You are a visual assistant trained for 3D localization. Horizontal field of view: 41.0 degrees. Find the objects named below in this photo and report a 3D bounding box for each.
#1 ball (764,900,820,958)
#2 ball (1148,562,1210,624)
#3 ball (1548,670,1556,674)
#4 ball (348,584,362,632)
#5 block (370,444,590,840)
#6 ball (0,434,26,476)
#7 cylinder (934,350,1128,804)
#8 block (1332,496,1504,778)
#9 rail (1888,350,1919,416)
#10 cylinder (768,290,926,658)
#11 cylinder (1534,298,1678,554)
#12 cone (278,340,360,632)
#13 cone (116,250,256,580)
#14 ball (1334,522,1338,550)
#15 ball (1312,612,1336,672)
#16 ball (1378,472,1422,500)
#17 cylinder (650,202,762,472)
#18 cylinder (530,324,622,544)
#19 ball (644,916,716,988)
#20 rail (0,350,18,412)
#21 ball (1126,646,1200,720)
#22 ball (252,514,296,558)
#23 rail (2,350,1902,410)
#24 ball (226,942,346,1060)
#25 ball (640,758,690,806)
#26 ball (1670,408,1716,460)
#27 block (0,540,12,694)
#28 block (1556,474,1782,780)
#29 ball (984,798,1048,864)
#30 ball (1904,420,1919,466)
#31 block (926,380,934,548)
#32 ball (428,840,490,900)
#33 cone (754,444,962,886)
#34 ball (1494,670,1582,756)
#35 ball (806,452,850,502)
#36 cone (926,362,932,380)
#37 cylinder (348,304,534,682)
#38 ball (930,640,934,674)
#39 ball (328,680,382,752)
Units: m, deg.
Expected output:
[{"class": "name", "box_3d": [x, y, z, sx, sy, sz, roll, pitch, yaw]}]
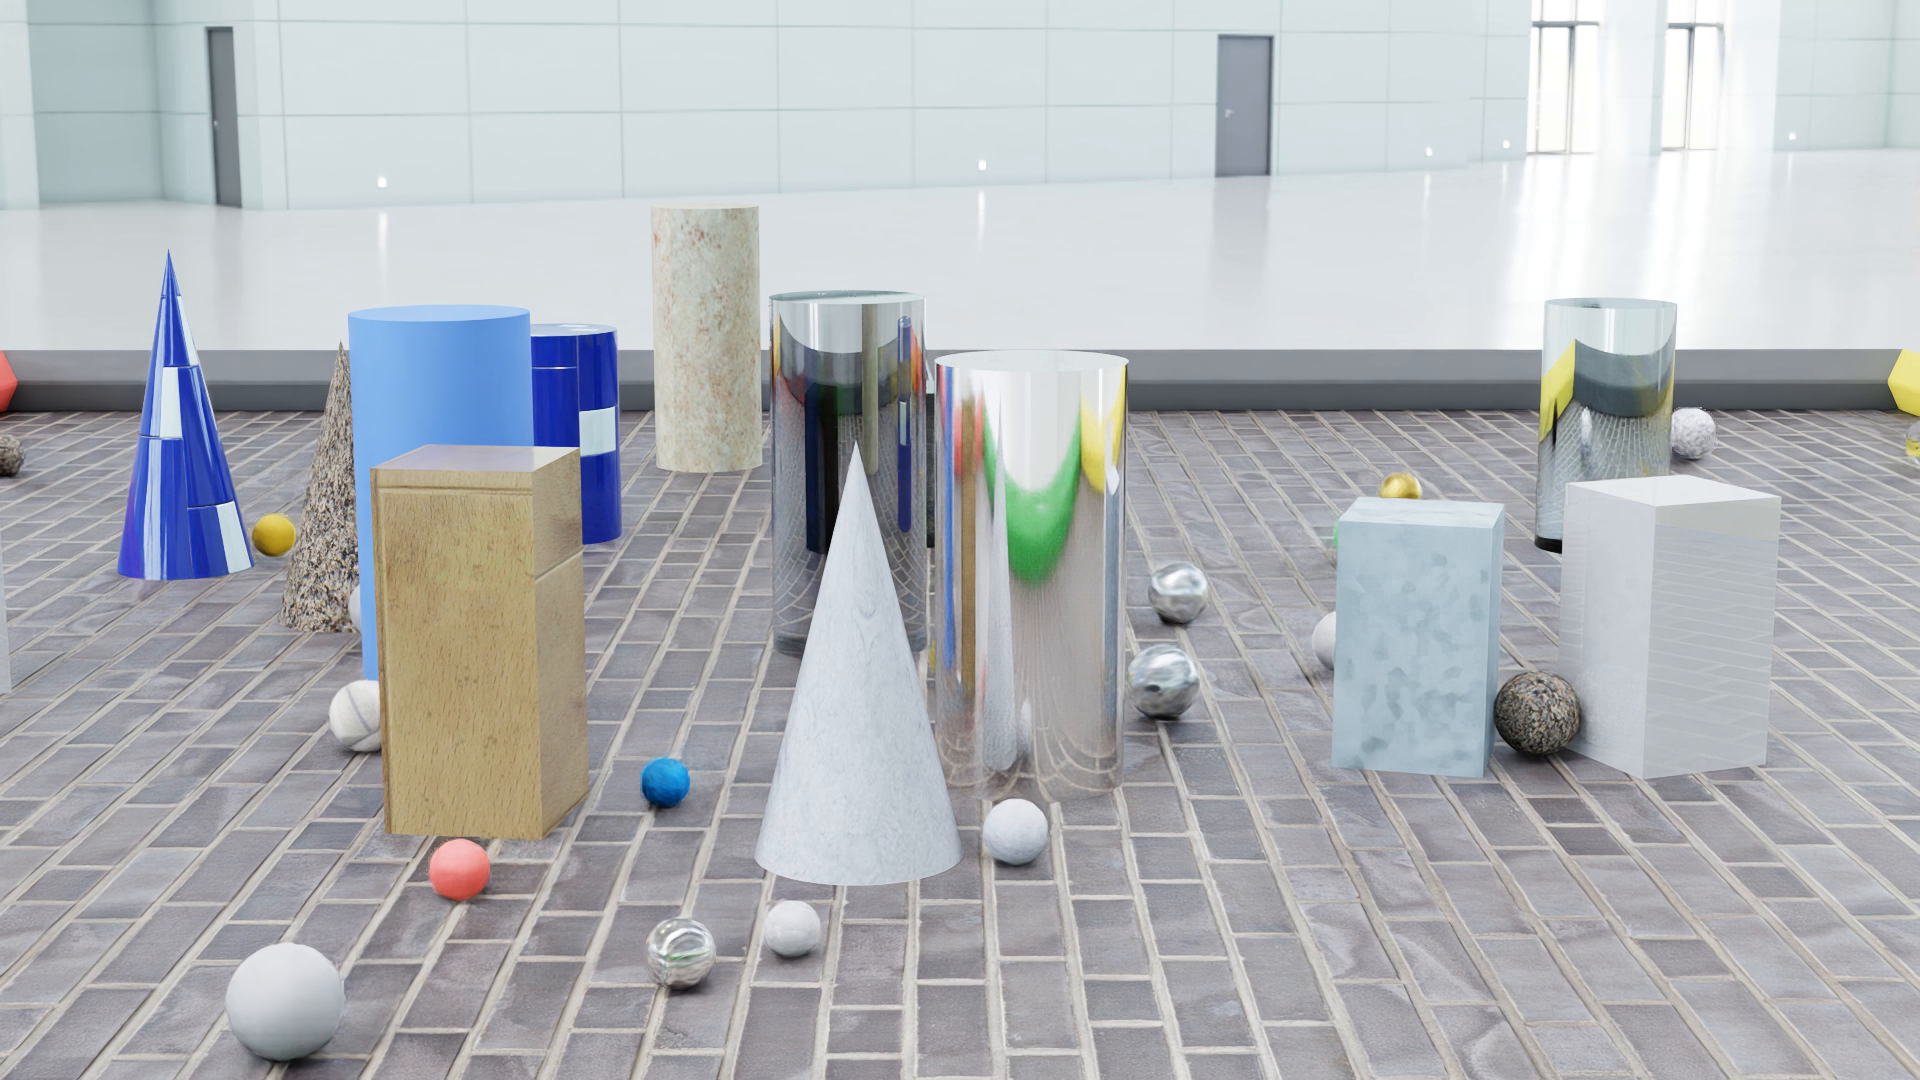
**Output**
[{"class": "ball", "box_3d": [-0.139, 0.321, 2.120, 0.047, 0.047, 0.047, 0, 11, 0]}, {"class": "ball", "box_3d": [0.289, 0.069, 3.384, 0.081, 0.081, 0.081, 0, 11, 0]}, {"class": "ball", "box_3d": [0.661, 0.178, 2.827, 0.071, 0.071, 0.071, 0, 11, 0]}, {"class": "ball", "box_3d": [-0.741, 0.086, 3.290, 0.083, 0.083, 0.083, 0, 11, 0]}, {"class": "block", "box_3d": [-0.463, 0.095, 2.494, 0.156, 0.354, 0.156, 2, 11, 8]}, {"class": "ball", "box_3d": [-1.715, -0.153, 4.599, 0.075, 0.075, 0.075, 0, 11, 0]}, {"class": "cylinder", "box_3d": [0.072, 0.032, 2.618, 0.196, 0.433, 0.196, 0, 11, 0]}, {"class": "block", "box_3d": [0.487, 0.100, 2.723, 0.156, 0.263, 0.156, 3, 11, 16]}, {"class": "rail", "box_3d": [2.000, 0.031, 3.460, 0.045, 0.127, 4.112, 0, 11, 0]}, {"class": "cylinder", "box_3d": [-0.140, -0.084, 3.220, 0.196, 0.442, 0.196, 0, 11, 0]}, {"class": "cylinder", "box_3d": [0.979, -0.174, 3.894, 0.196, 0.372, 0.196, 0, 11, 0]}, {"class": "cone", "box_3d": [-0.811, -0.081, 3.394, 0.196, 0.372, 0.196, 0, 11, 0]}, {"class": "cone", "box_3d": [-1.136, -0.190, 3.724, 0.196, 0.467, 0.196, 0, 11, 0]}, {"class": "ball", "box_3d": [0.592, -0.006, 3.798, 0.078, 0.078, 0.078, 0, 11, 0]}, {"class": "ball", "box_3d": [0.465, 0.123, 3.106, 0.077, 0.077, 0.077, 0, 11, 0]}, {"class": "ball", "box_3d": [0.719, -0.076, 4.190, 0.071, 0.071, 0.071, 0, 11, 0]}, {"class": "cylinder", "box_3d": [-0.462, -0.373, 4.691, 0.196, 0.473, 0.196, 0, 11, 0]}, {"class": "cylinder", "box_3d": [-0.628, -0.166, 3.991, 0.196, 0.323, 0.196, 0, 11, 0]}, {"class": "ball", "box_3d": [-0.224, 0.329, 2.048, 0.057, 0.057, 0.057, 0, 11, 0]}, {"class": "rail", "box_3d": [-2.000, 0.035, 3.438, 0.045, 0.127, 4.112, 0, 11, 0]}, {"class": "ball", "box_3d": [0.228, 0.160, 2.887, 0.083, 0.083, 0.083, 0, 11, 0]}, {"class": "ball", "box_3d": [-1.019, -0.006, 3.812, 0.064, 0.064, 0.064, 0, 11, 0]}, {"class": "rail", "box_3d": [-0.012, -0.338, 5.447, 4.048, 0.127, 0.045, 0, 11, 0]}, {"class": "ball", "box_3d": [-0.500, 0.342, 1.901, 0.086, 0.086, 0.086, 0, 11, 0]}, {"class": "ball", "box_3d": [-0.292, 0.240, 2.548, 0.049, 0.049, 0.049, 0, 11, 0]}, {"class": "ball", "box_3d": [1.362, -0.199, 4.787, 0.096, 0.096, 0.096, 0, 11, 0]}, {"class": "block", "box_3d": [-1.217, -0.014, 3.017, 0.156, 0.378, 0.156, -5, 11, -23]}, {"class": "block", "box_3d": [0.747, 0.088, 2.721, 0.156, 0.286, 0.156, -4, 11, -21]}, {"class": "ball", "box_3d": [0.052, 0.269, 2.365, 0.060, 0.060, 0.060, 0, 11, 0]}, {"class": "ball", "box_3d": [1.768, -0.176, 4.662, 0.097, 0.097, 0.097, 0, 11, 0]}, {"class": "block", "box_3d": [-0.030, -0.120, 3.973, 0.156, 0.237, 0.156, -1, 11, -8]}, {"class": "ball", "box_3d": [-0.441, 0.291, 2.264, 0.054, 0.054, 0.054, 0, 11, 0]}, {"class": "cone", "box_3d": [-0.094, 0.101, 2.366, 0.196, 0.390, 0.196, 0, 11, 0]}, {"class": "ball", "box_3d": [0.615, 0.184, 2.735, 0.092, 0.092, 0.092, 0, 11, 0]}, {"class": "ball", "box_3d": [-0.217, -0.107, 4.327, 0.084, 0.084, 0.084, 0, 11, 0]}, {"class": "cone", "box_3d": [-0.073, -0.204, 4.262, 0.196, 0.298, 0.196, 0, 11, 0]}, {"class": "cylinder", "box_3d": [-0.570, -0.023, 2.849, 0.196, 0.458, 0.196, 0, 11, 0]}, {"class": "ball", "box_3d": [0.013, 0.136, 2.980, 0.098, 0.098, 0.098, 0, 11, 0]}, {"class": "ball", "box_3d": [-0.637, 0.188, 2.752, 0.077, 0.077, 0.077, 0, 11, 0]}]
